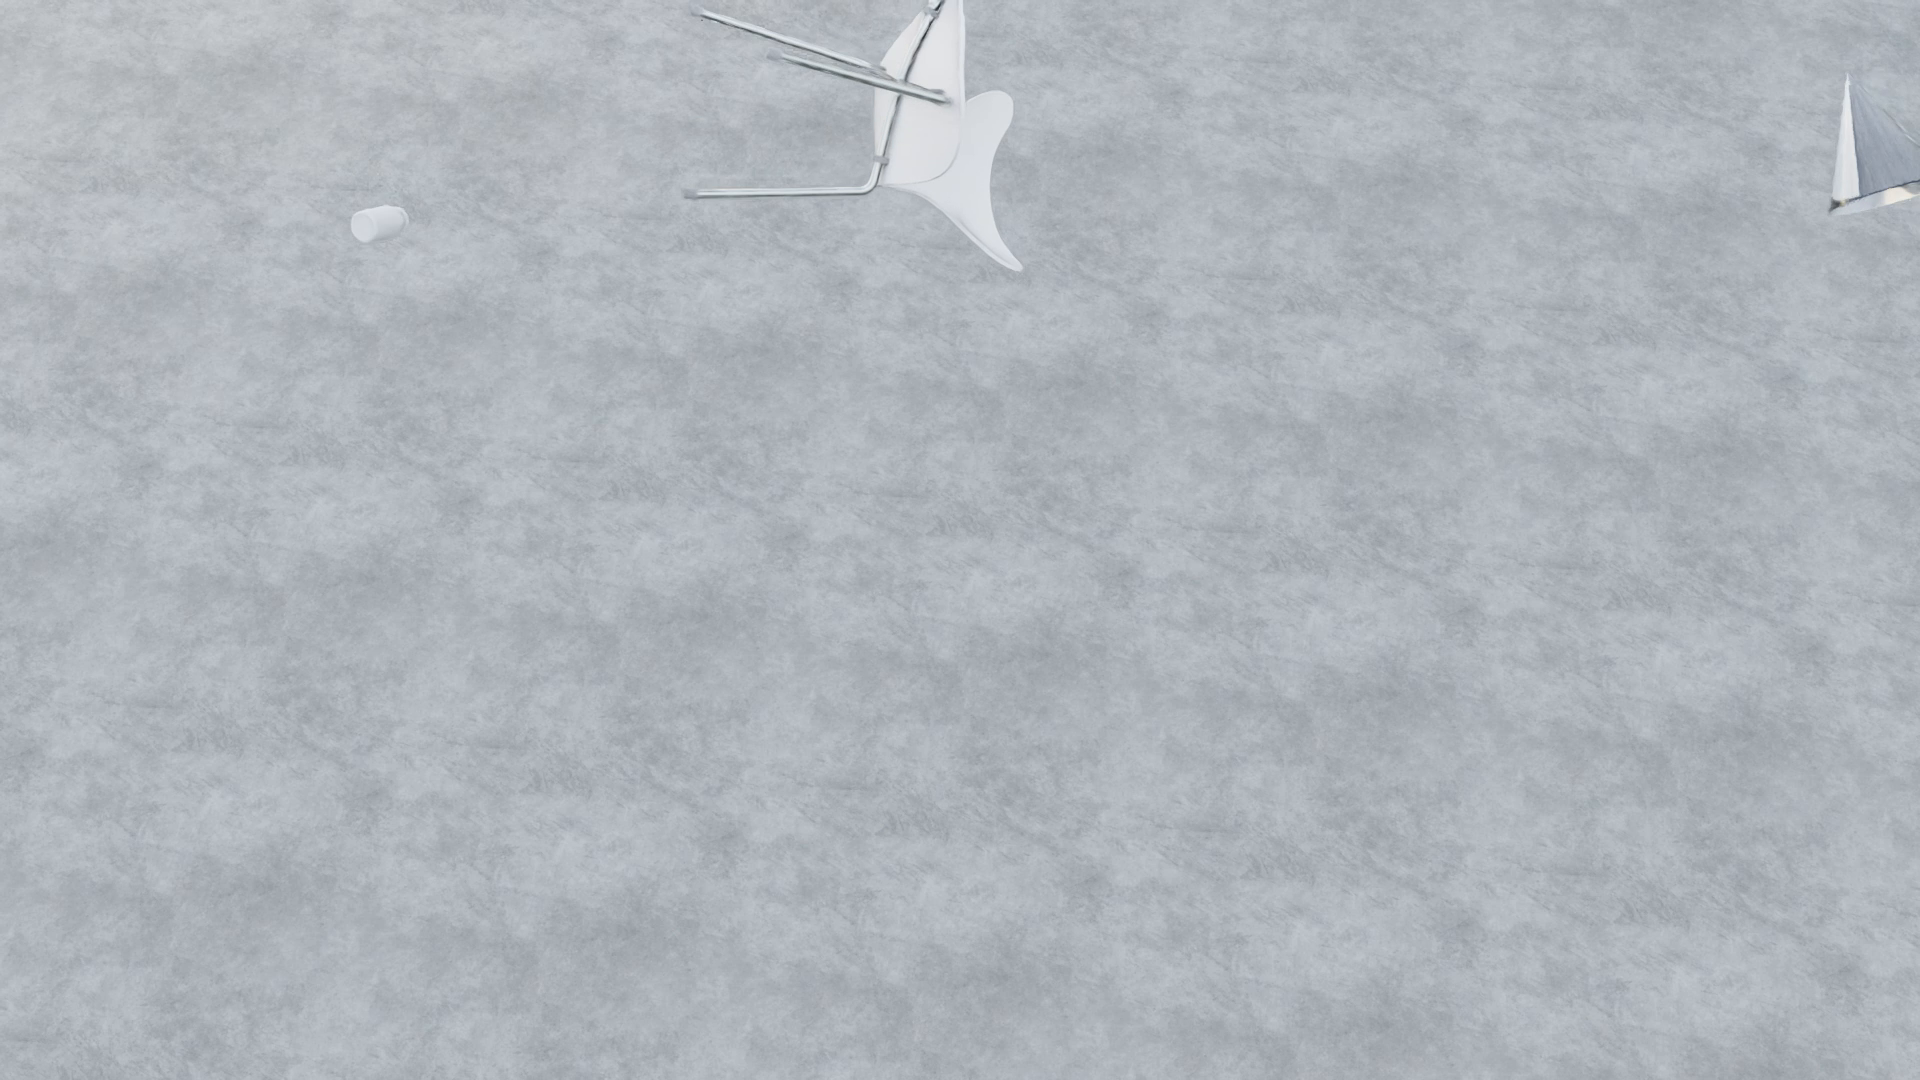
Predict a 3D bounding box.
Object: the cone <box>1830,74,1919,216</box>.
[{"bbox_3d":[1.450,-0.648,3.509,0.212,0.135,0.214,-14,82,-14],"label":"cone"}]
